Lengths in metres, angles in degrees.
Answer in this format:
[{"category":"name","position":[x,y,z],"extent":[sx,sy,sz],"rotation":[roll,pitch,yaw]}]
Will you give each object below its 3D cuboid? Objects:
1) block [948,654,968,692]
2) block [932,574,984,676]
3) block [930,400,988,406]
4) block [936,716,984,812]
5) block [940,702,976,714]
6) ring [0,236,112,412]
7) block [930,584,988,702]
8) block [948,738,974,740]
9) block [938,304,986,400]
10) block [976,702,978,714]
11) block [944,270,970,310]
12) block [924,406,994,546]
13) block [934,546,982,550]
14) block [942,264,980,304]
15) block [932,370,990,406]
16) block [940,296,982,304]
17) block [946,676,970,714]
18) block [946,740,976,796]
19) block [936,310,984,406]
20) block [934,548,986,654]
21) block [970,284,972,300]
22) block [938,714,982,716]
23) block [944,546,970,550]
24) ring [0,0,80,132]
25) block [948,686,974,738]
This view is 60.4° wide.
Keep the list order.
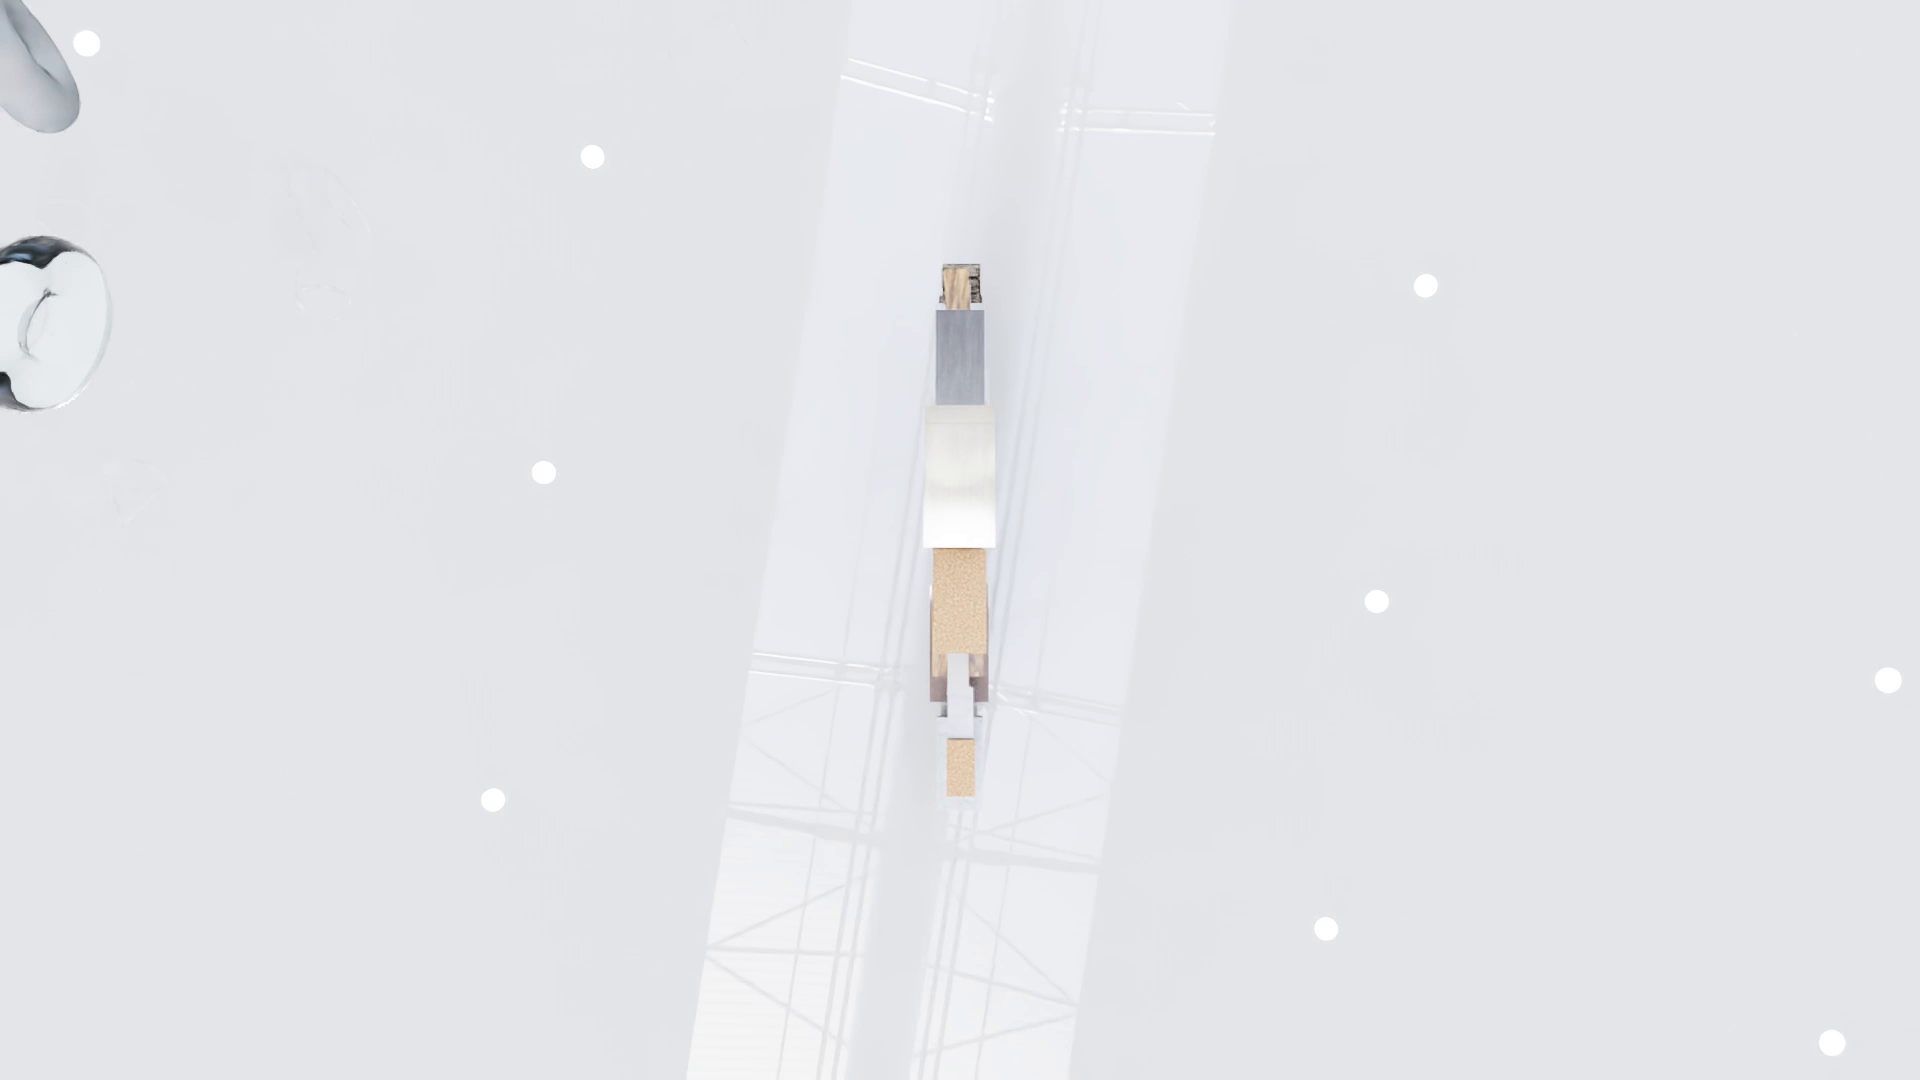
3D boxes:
[{"category":"block","position":[-0.005,0.332,4.183],"extent":[0.052,0.015,0.104],"rotation":[0,90,0]},{"category":"block","position":[-0.005,0.221,4.313],"extent":[0.134,0.038,0.268],"rotation":[0,90,0]},{"category":"block","position":[-0.005,-0.210,4.238],"extent":[0.148,0.042,0.295],"rotation":[0,90,0]},{"category":"block","position":[-0.001,0.616,4.547],"extent":[0.129,0.036,0.257],"rotation":[0,90,0]},{"category":"block","position":[-0.004,0.570,4.838],"extent":[0.105,0.030,0.210],"rotation":[0,90,0]},{"category":"ring","position":[-2.291,-0.536,4.096],"extent":[0.149,0.448,0.448],"rotation":[17,90,7]},{"category":"block","position":[-0.002,0.292,4.704],"extent":[0.167,0.047,0.335],"rotation":[0,90,0]},{"category":"block","position":[0.002,0.554,4.454],"extent":[0.075,0.149,0.021],"rotation":[0,90,0]},{"category":"block","position":[0.004,-0.487,4.285],"extent":[0.126,0.036,0.251],"rotation":[0,90,0]},{"category":"block","position":[-0.004,0.472,5.251],"extent":[0.116,0.033,0.232],"rotation":[0,90,0]},{"category":"block","position":[-0.007,-0.615,4.135],"extent":[0.061,0.017,0.122],"rotation":[-3,91,1]},{"category":"block","position":[-0.001,-0.149,3.863],"extent":[0.165,0.047,0.330],"rotation":[0,90,1]},{"category":"block","position":[-0.005,-0.016,4.619],"extent":[0.137,0.039,0.274],"rotation":[0,90,0]},{"category":"block","position":[0.004,-0.713,4.948],"extent":[0.113,0.032,0.227],"rotation":[0,90,0]},{"category":"block","position":[0.004,-0.314,4.576],"extent":[0.157,0.044,0.314],"rotation":[0,90,0]},{"category":"block","position":[0.002,-0.634,5.210],"extent":[0.135,0.038,0.271],"rotation":[0,90,0]},{"category":"block","position":[-0.005,0.420,4.550],"extent":[0.061,0.017,0.121],"rotation":[1,90,0]},{"category":"block","position":[0.002,0.604,4.369],"extent":[0.075,0.021,0.149],"rotation":[0,90,0]},{"category":"block","position":[0.000,-0.434,3.966],"extent":[0.117,0.033,0.234],"rotation":[0,90,0]},{"category":"block","position":[0.000,0.149,4.022],"extent":[0.127,0.036,0.254],"rotation":[0,90,0]},{"category":"block","position":[0.000,-0.680,4.795],"extent":[0.063,0.018,0.127],"rotation":[1,89,0]},{"category":"block","position":[-0.001,0.530,4.694],"extent":[0.129,0.257,0.036],"rotation":[0,90,0]},{"category":"block","position":[-0.006,0.012,4.452],"extent":[0.069,0.020,0.139],"rotation":[0,90,0]},{"category":"ring","position":[-2.521,-1.292,4.394],"extent":[0.145,0.434,0.434],"rotation":[-28,90,-5]},{"category":"block","position":[0.002,0.457,4.385],"extent":[0.067,0.019,0.134],"rotation":[0,90,0]}]
